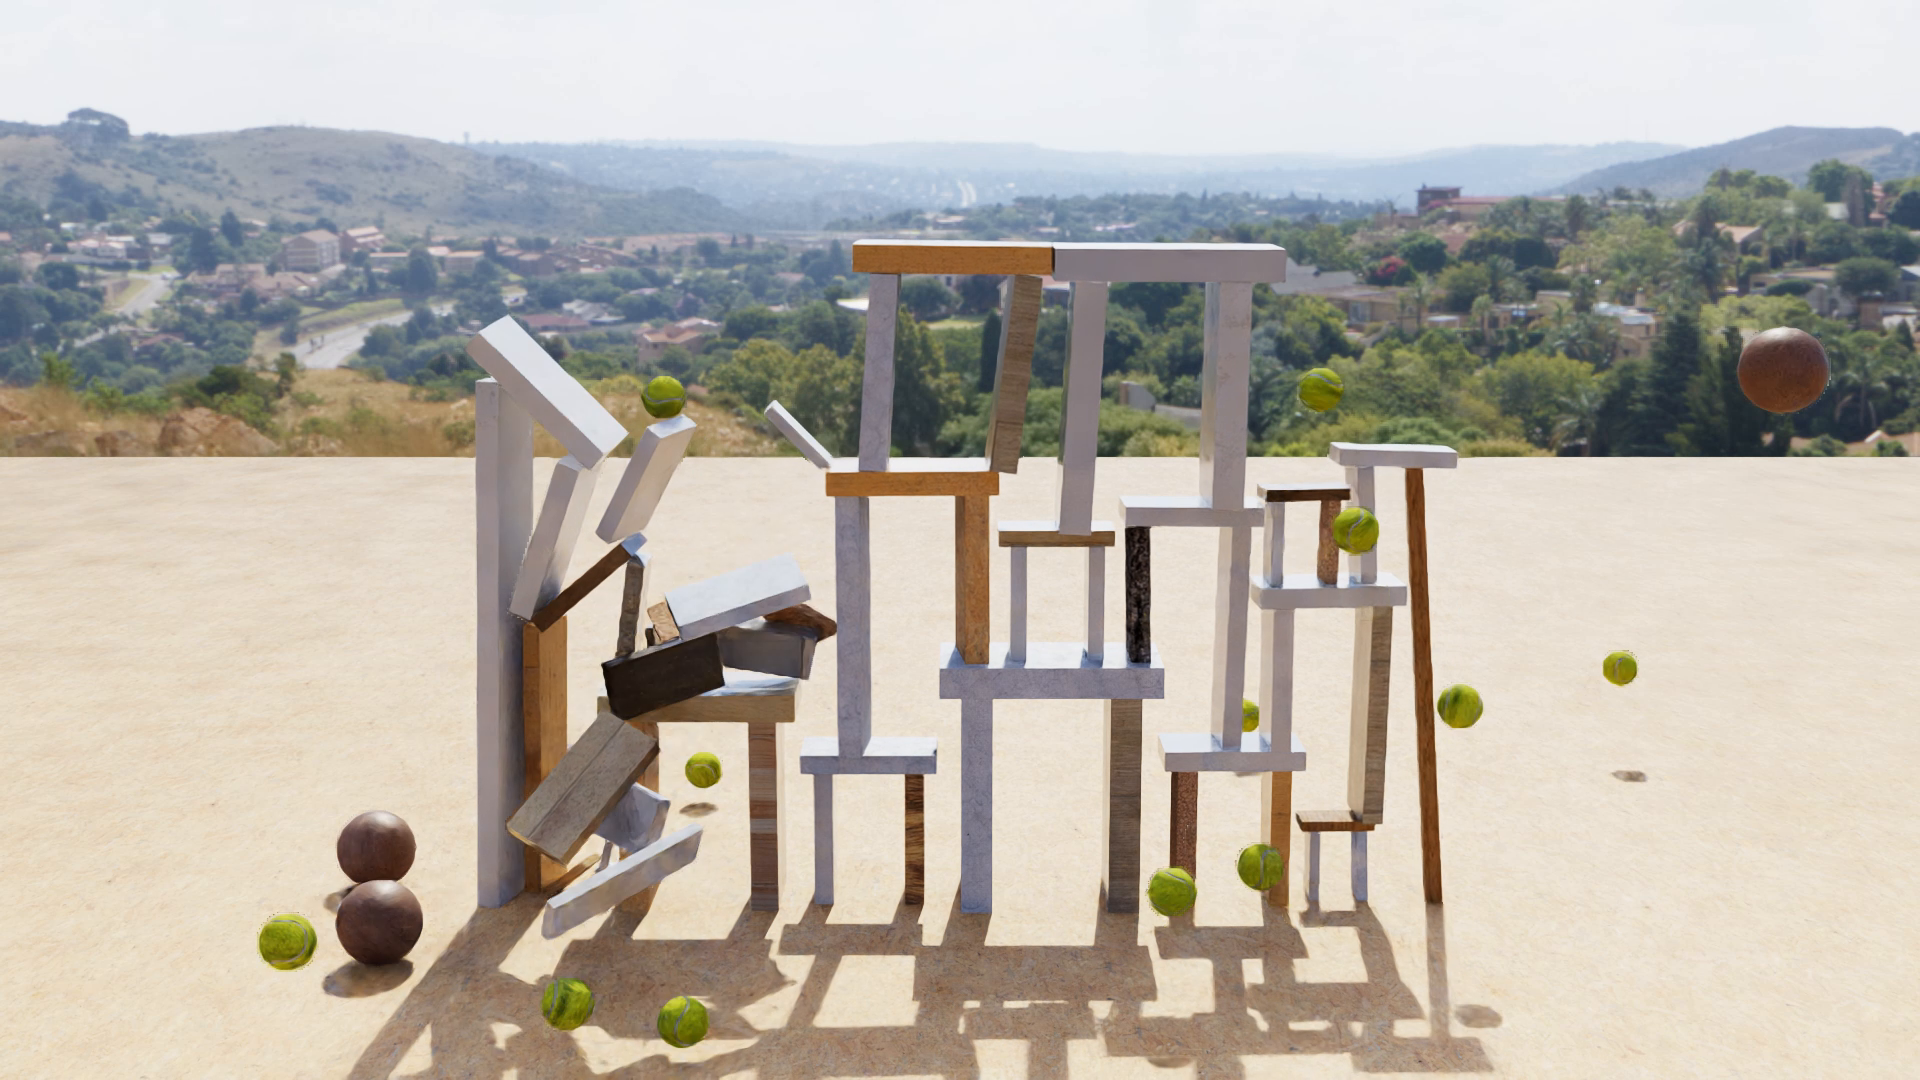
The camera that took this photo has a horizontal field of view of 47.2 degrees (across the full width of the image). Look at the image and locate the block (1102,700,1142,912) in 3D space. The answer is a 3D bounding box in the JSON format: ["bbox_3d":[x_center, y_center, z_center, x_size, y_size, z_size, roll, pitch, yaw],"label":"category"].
[{"bbox_3d":[0.267,0.414,3.634,0.051,0.359,0.180,0,11,0],"label":"block"}]

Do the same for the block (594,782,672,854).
[{"bbox_3d":[-0.530,0.414,3.385,0.187,0.094,0.027,20,6,36],"label":"block"}]

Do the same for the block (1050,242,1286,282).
[{"bbox_3d":[0.325,-0.440,3.481,0.357,0.051,0.179,0,11,0],"label":"block"}]

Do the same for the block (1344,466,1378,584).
[{"bbox_3d":[0.649,-0.030,3.560,0.027,0.188,0.094,-4,9,-2],"label":"block"}]

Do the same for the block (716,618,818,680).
[{"bbox_3d":[-0.332,0.173,3.597,0.187,0.094,0.027,9,40,-6],"label":"block"}]

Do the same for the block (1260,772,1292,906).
[{"bbox_3d":[0.523,0.478,3.644,0.033,0.230,0.115,0,11,0],"label":"block"}]

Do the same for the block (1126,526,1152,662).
[{"bbox_3d":[0.289,0.078,3.570,0.031,0.221,0.111,-1,11,0],"label":"block"}]

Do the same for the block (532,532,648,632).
[{"bbox_3d":[-0.605,0.065,3.591,0.204,0.029,0.102,-39,7,14],"label":"block"}]

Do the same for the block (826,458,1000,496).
[{"bbox_3d":[-0.078,-0.101,3.534,0.275,0.039,0.137,-1,11,-3],"label":"block"}]

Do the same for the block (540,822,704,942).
[{"bbox_3d":[-0.469,0.474,3.069,0.018,0.064,0.275,36,38,26],"label":"block"}]

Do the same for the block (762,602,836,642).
[{"bbox_3d":[-0.266,0.128,3.584,0.064,0.018,0.128,-25,-44,37],"label":"block"}]

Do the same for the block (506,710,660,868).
[{"bbox_3d":[-0.570,0.376,3.340,0.107,0.030,0.233,28,64,22],"label":"block"}]

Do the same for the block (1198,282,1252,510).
[{"bbox_3d":[0.424,-0.239,3.519,0.051,0.357,0.179,1,11,-1],"label":"block"}]

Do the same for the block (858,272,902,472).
[{"bbox_3d":[-0.128,-0.274,3.507,0.044,0.309,0.154,4,11,0],"label":"block"}]

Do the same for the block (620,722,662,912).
[{"bbox_3d":[-0.530,0.435,3.636,0.045,0.318,0.159,0,11,0],"label":"block"}]

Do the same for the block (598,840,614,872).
[{"bbox_3d":[-0.592,0.541,3.665,0.014,0.098,0.049,14,10,-3],"label":"block"}]

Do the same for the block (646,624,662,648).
[{"bbox_3d":[-0.497,0.186,3.597,0.013,0.095,0.047,-5,10,6],"label":"block"}]

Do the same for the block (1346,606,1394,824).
[{"bbox_3d":[0.673,0.276,3.614,0.033,0.361,0.118,0,10,-3],"label":"block"}]

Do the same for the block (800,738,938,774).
[{"bbox_3d":[-0.149,0.355,3.628,0.222,0.031,0.111,0,11,0],"label":"block"}]

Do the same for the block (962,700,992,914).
[{"bbox_3d":[0.027,0.414,3.633,0.051,0.359,0.180,0,11,0],"label":"block"}]

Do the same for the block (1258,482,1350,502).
[{"bbox_3d":[0.554,-0.077,3.547,0.136,0.019,0.068,-1,10,-3],"label":"block"}]

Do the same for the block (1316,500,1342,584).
[{"bbox_3d":[0.598,-0.002,3.562,0.019,0.136,0.068,0,10,-3],"label":"block"}]

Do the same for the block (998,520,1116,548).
[{"bbox_3d":[0.155,-0.010,3.562,0.186,0.026,0.093,0,11,0],"label":"block"}]

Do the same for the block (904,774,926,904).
[{"bbox_3d":[-0.075,0.480,3.652,0.031,0.222,0.111,0,11,0],"label":"block"}]

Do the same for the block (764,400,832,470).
[{"bbox_3d":[-0.260,-0.168,3.528,0.018,0.128,0.064,-44,9,10],"label":"block"}]

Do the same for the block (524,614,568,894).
[{"bbox_3d":[-0.692,0.355,3.679,0.029,0.455,0.102,4,10,15],"label":"block"}]

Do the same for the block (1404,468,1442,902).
[{"bbox_3d":[0.762,0.232,3.616,0.027,0.719,0.094,-3,7,10],"label":"block"}]

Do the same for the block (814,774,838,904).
[{"bbox_3d":[-0.223,0.480,3.652,0.031,0.222,0.111,0,11,0],"label":"block"}]

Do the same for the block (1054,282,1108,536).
[{"bbox_3d":[0.193,-0.219,3.522,0.051,0.397,0.179,3,11,-1],"label":"block"}]

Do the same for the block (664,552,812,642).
[{"bbox_3d":[-0.354,0.089,3.494,0.213,0.030,0.107,-18,33,-11],"label":"block"}]

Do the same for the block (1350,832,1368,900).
[{"bbox_3d":[0.664,0.532,3.654,0.017,0.120,0.060,-2,11,0],"label":"block"}]

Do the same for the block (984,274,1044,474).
[{"bbox_3d":[0.084,-0.270,3.503,0.044,0.309,0.154,7,10,-3],"label":"block"}]

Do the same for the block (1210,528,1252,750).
[{"bbox_3d":[0.442,0.149,3.596,0.031,0.369,0.111,1,11,-4],"label":"block"}]

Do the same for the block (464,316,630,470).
[{"bbox_3d":[-0.655,-0.235,3.493,0.038,0.270,0.135,-43,7,18],"label":"block"}]

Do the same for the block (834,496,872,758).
[{"bbox_3d":[-0.173,0.129,3.583,0.039,0.431,0.137,1,11,5],"label":"block"}]

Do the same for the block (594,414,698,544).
[{"bbox_3d":[-0.501,-0.097,3.512,0.030,0.213,0.107,37,27,13],"label":"block"}]

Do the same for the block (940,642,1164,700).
[{"bbox_3d":[0.147,0.213,3.595,0.359,0.051,0.180,0,11,0],"label":"block"}]

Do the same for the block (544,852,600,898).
[{"bbox_3d":[-0.643,0.556,3.650,0.098,0.014,0.049,-39,-5,23],"label":"block"}]

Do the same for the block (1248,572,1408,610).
[{"bbox_3d":[0.596,0.082,3.577,0.236,0.033,0.118,-1,10,-3],"label":"block"}]

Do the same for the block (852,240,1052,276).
[{"bbox_3d":[-0.010,-0.448,3.482,0.309,0.044,0.154,1,10,1],"label":"block"}]

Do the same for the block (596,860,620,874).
[{"bbox_3d":[-0.571,0.563,3.775,0.098,0.014,0.049,-10,14,-42],"label":"block"}]

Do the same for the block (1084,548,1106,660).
[{"bbox_3d":[0.218,0.095,3.581,0.026,0.186,0.093,0,11,-1],"label":"block"}]

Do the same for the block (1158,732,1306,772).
[{"bbox_3d":[0.446,0.349,3.621,0.230,0.033,0.115,0,11,-1],"label":"block"}]

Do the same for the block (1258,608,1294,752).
[{"bbox_3d":[0.517,0.216,3.598,0.033,0.236,0.118,-1,10,-2],"label":"block"}]

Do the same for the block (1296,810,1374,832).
[{"bbox_3d":[0.621,0.465,3.639,0.120,0.017,0.060,0,11,-1],"label":"block"}]

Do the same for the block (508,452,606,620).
[{"bbox_3d":[-0.647,-0.016,3.541,0.038,0.270,0.135,23,20,3],"label":"block"}]

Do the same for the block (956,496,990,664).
[{"bbox_3d":[0.020,0.052,3.570,0.039,0.274,0.137,-1,11,-7],"label":"block"}]

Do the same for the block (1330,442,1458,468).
[{"bbox_3d":[0.698,-0.136,3.546,0.188,0.027,0.094,2,8,0],"label":"block"}]

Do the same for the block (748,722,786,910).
[{"bbox_3d":[-0.318,0.434,3.636,0.045,0.318,0.159,0,11,0],"label":"block"}]

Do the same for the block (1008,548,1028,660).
[{"bbox_3d":[0.094,0.095,3.580,0.026,0.186,0.093,0,11,0],"label":"block"}]

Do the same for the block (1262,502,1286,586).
[{"bbox_3d":[0.508,0.001,3.557,0.019,0.136,0.068,-1,10,-4],"label":"block"}]

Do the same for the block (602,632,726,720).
[{"bbox_3d":[-0.469,0.213,3.484,0.187,0.094,0.027,-18,21,-27],"label":"block"}]

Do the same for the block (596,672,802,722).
[{"bbox_3d":[-0.424,0.256,3.603,0.318,0.045,0.159,0,11,0],"label":"block"}]

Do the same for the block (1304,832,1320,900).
[{"bbox_3d":[0.585,0.531,3.656,0.017,0.120,0.060,-1,11,1],"label":"block"}]

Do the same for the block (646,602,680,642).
[{"bbox_3d":[-0.473,0.134,3.566,0.047,0.013,0.095,-20,40,-12],"label":"block"}]

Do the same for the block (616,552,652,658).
[{"bbox_3d":[-0.535,0.131,3.589,0.029,0.204,0.102,8,10,-2],"label":"block"}]

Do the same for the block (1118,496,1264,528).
[{"bbox_3d":[0.371,-0.047,3.544,0.221,0.031,0.111,0,11,-2],"label":"block"}]

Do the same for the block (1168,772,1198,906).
[{"bbox_3d":[0.370,0.478,3.643,0.033,0.230,0.115,0,11,0],"label":"block"}]

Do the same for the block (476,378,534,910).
[{"bbox_3d":[-0.741,0.165,3.582,0.038,0.866,0.135,5,11,12],"label":"block"}]
